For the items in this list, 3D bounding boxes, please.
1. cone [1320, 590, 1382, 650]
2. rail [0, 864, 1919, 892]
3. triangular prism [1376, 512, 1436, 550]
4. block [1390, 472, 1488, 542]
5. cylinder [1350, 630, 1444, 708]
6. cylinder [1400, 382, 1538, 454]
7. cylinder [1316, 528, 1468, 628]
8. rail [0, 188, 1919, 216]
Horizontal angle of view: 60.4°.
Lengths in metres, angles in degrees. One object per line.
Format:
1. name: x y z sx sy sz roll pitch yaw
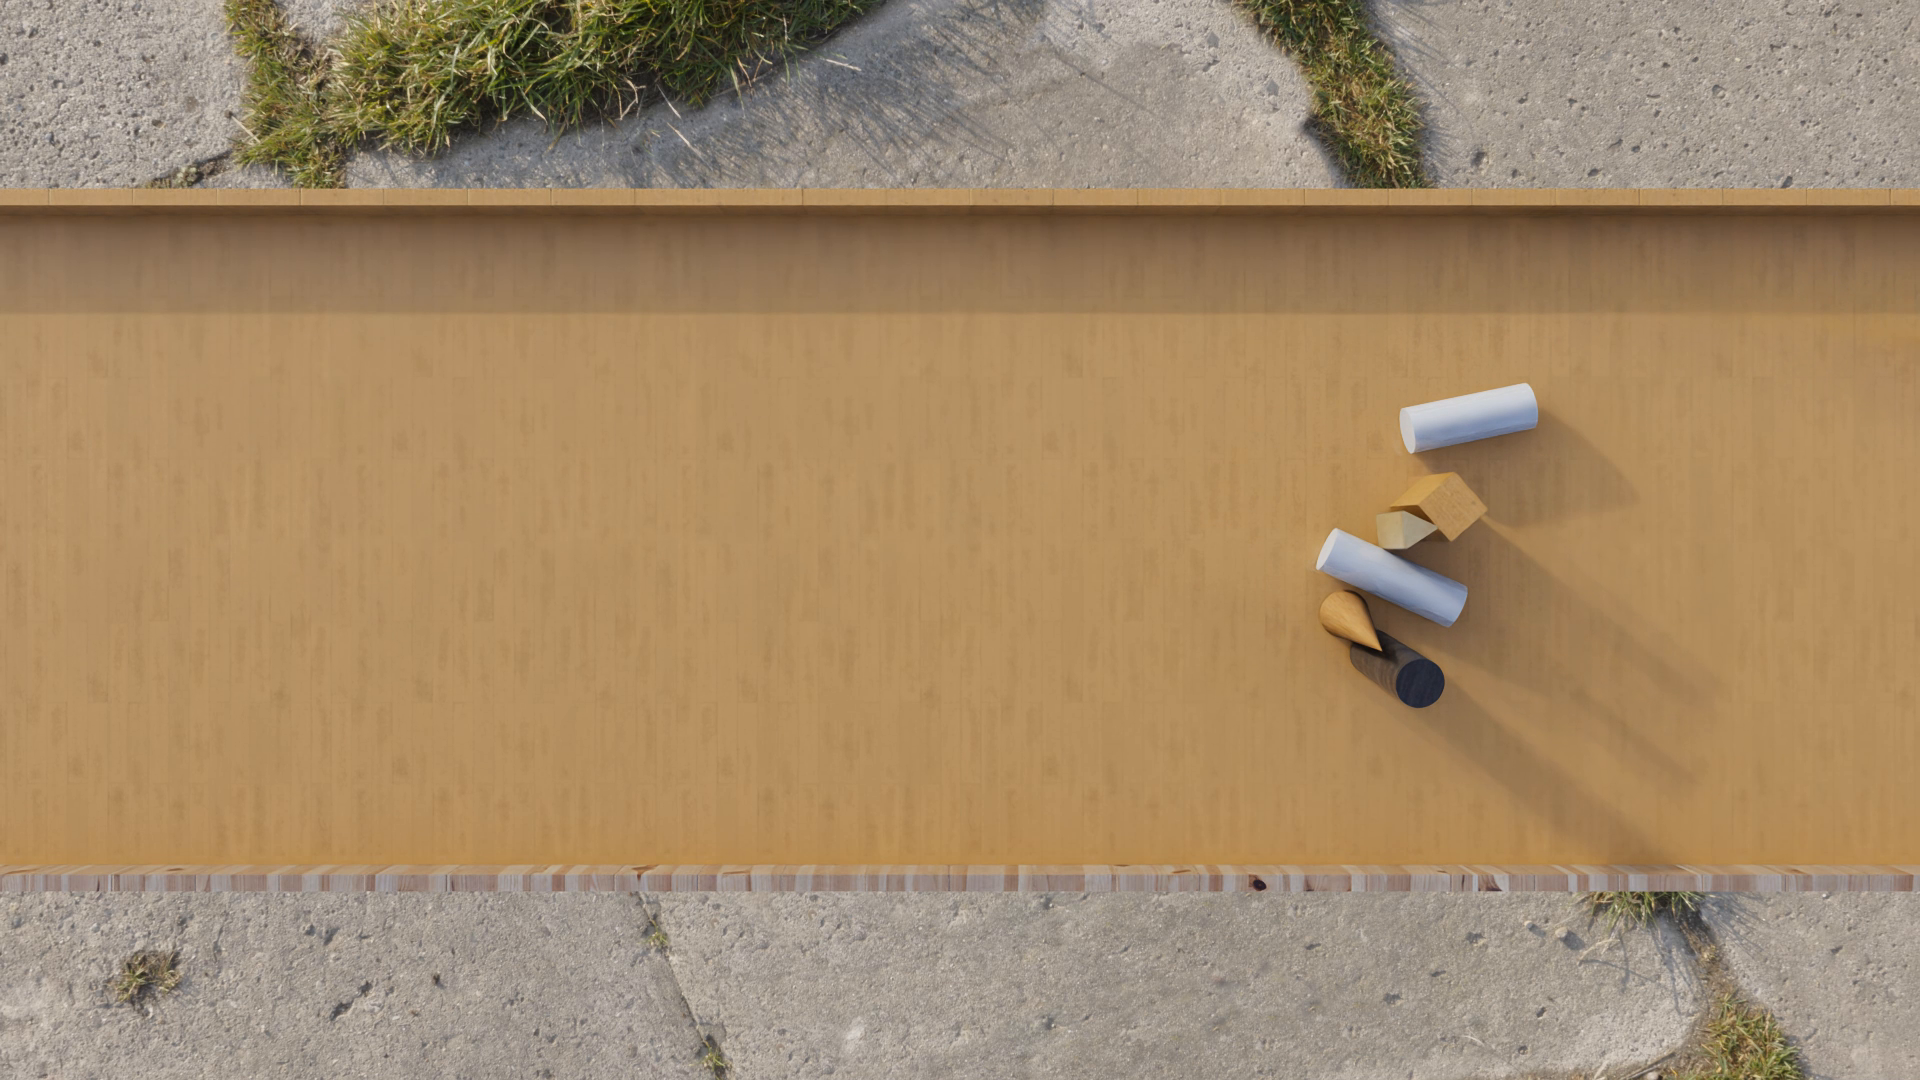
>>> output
1. cone: 1.185 0.270 4.855 0.151 0.422 0.151 0 102 -2
2. rail: -2.247 1.025 5.001 12.000 0.150 0.050 0 90 0
3. triangular prism: 1.301 -0.043 4.895 0.109 0.360 0.094 -34 88 2
4. block: 1.423 -0.096 4.917 0.144 0.319 0.144 -41 90 0
5. cylinder: 1.284 0.375 4.864 0.143 0.406 0.143 -1 99 -5
6. cylinder: 1.542 -0.370 5.006 0.376 0.141 0.141 -12 90 0
7. cylinder: 1.310 0.114 5.008 0.430 0.139 0.139 24 90 0
8. rail: -2.247 -1.025 5.002 12.000 0.150 0.050 0 90 0
